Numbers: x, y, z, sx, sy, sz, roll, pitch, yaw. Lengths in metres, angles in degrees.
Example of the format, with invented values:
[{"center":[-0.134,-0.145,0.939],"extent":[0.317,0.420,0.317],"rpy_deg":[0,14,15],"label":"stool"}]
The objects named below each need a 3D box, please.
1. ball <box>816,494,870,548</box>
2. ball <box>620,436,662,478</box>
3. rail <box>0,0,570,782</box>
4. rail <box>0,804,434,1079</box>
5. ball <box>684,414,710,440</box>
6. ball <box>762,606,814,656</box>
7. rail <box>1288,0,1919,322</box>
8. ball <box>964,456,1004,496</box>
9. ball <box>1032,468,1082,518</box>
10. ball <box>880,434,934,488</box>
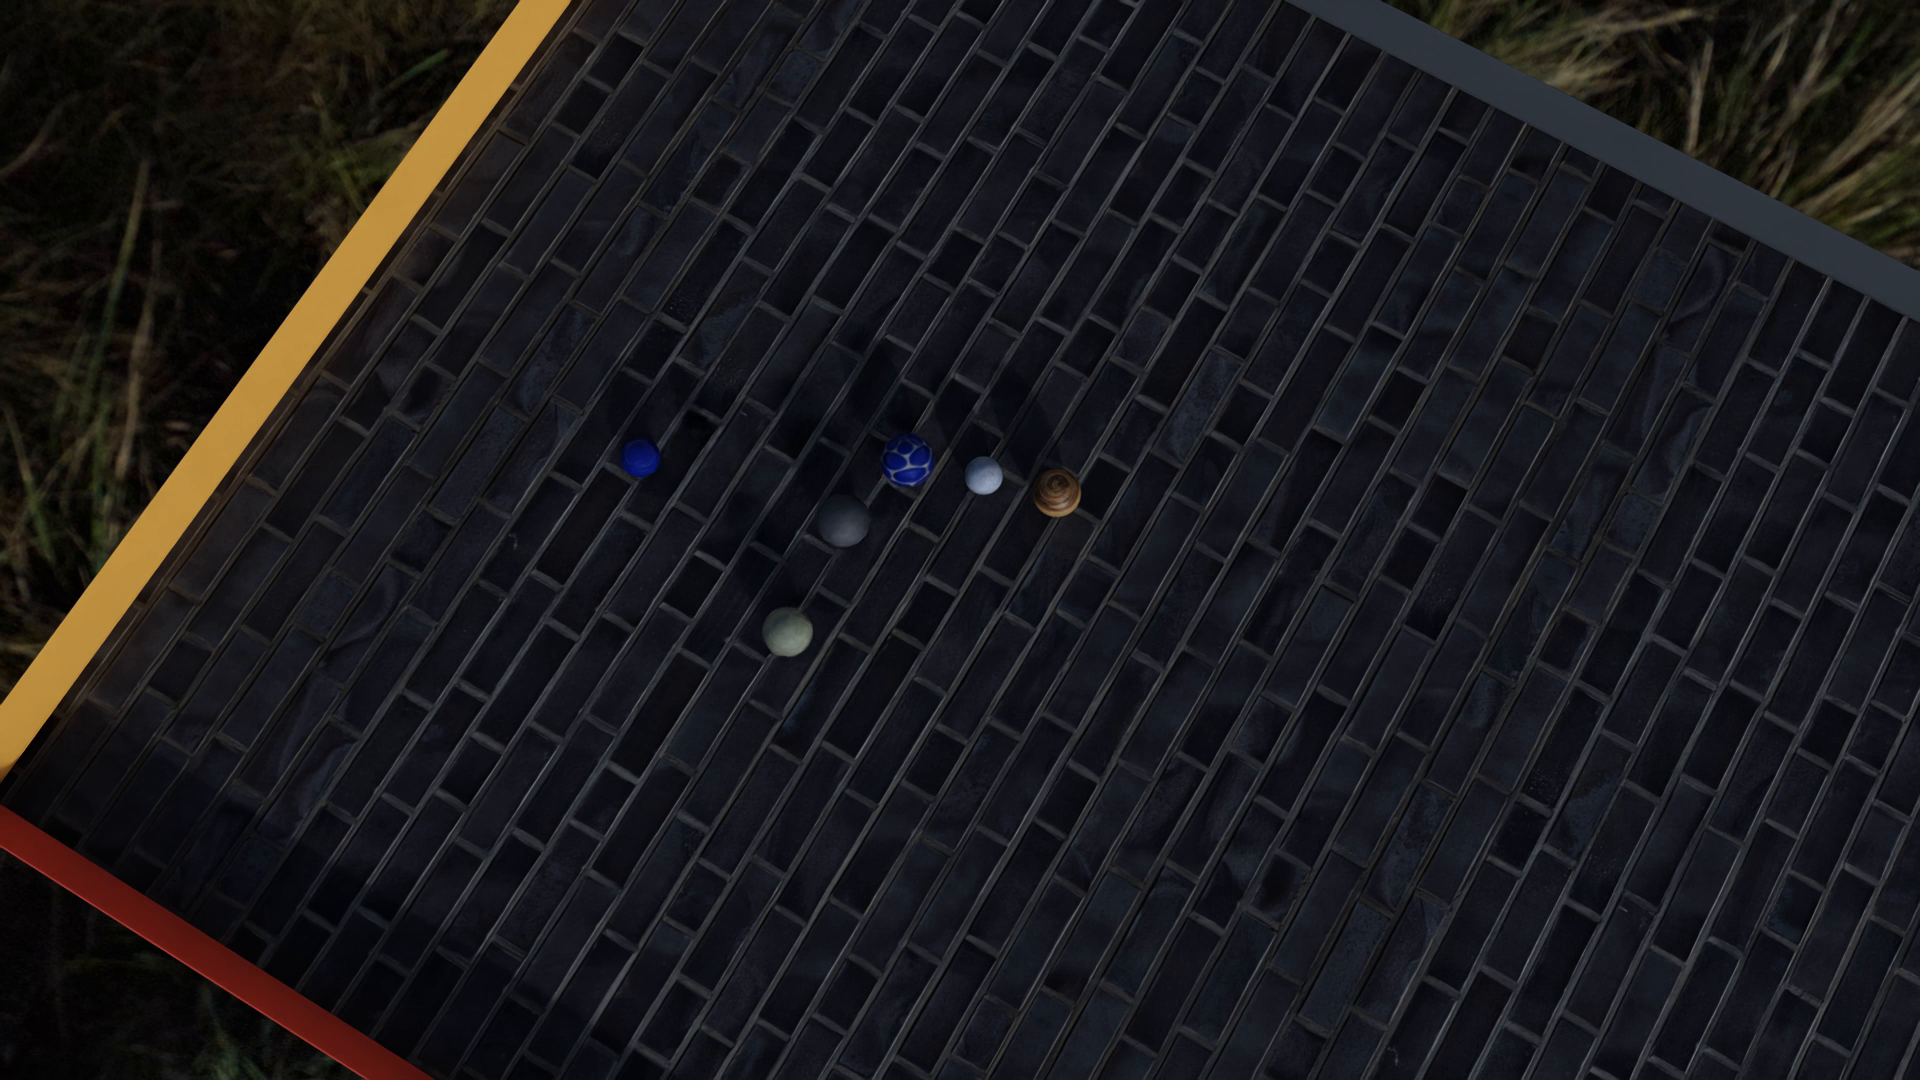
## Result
[{"center":[-0.180,-0.030,3.390],"extent":[0.083,0.083,0.083],"rpy_deg":[0,73,0],"label":"ball"},{"center":[-0.498,-0.129,3.431],"extent":[0.064,0.064,0.064],"rpy_deg":[0,73,0],"label":"ball"},{"center":[-0.905,-0.516,3.527],"extent":[0.045,0.109,2.246],"rpy_deg":[29,75,9],"label":"rail"},{"center":[0.367,1.419,2.923],"extent":[4.300,0.109,0.045],"rpy_deg":[29,75,9],"label":"rail"},{"center":[-0.414,-0.178,3.459],"extent":[0.040,0.040,0.040],"rpy_deg":[0,73,0],"label":"ball"},{"center":[-0.261,0.139,3.341],"extent":[0.077,0.077,0.077],"rpy_deg":[0,73,0],"label":"ball"},{"center":[1.485,-0.388,3.487],"extent":[4.300,0.109,0.045],"rpy_deg":[29,75,9],"label":"rail"},{"center":[0.037,-0.100,3.424],"extent":[0.061,0.061,0.061],"rpy_deg":[0,73,0],"label":"ball"},{"center":[0.150,-0.073,3.407],"extent":[0.076,0.076,0.076],"rpy_deg":[0,73,0],"label":"ball"},{"center":[-0.082,-0.124,3.419],"extent":[0.084,0.084,0.084],"rpy_deg":[0,73,0],"label":"ball"}]
